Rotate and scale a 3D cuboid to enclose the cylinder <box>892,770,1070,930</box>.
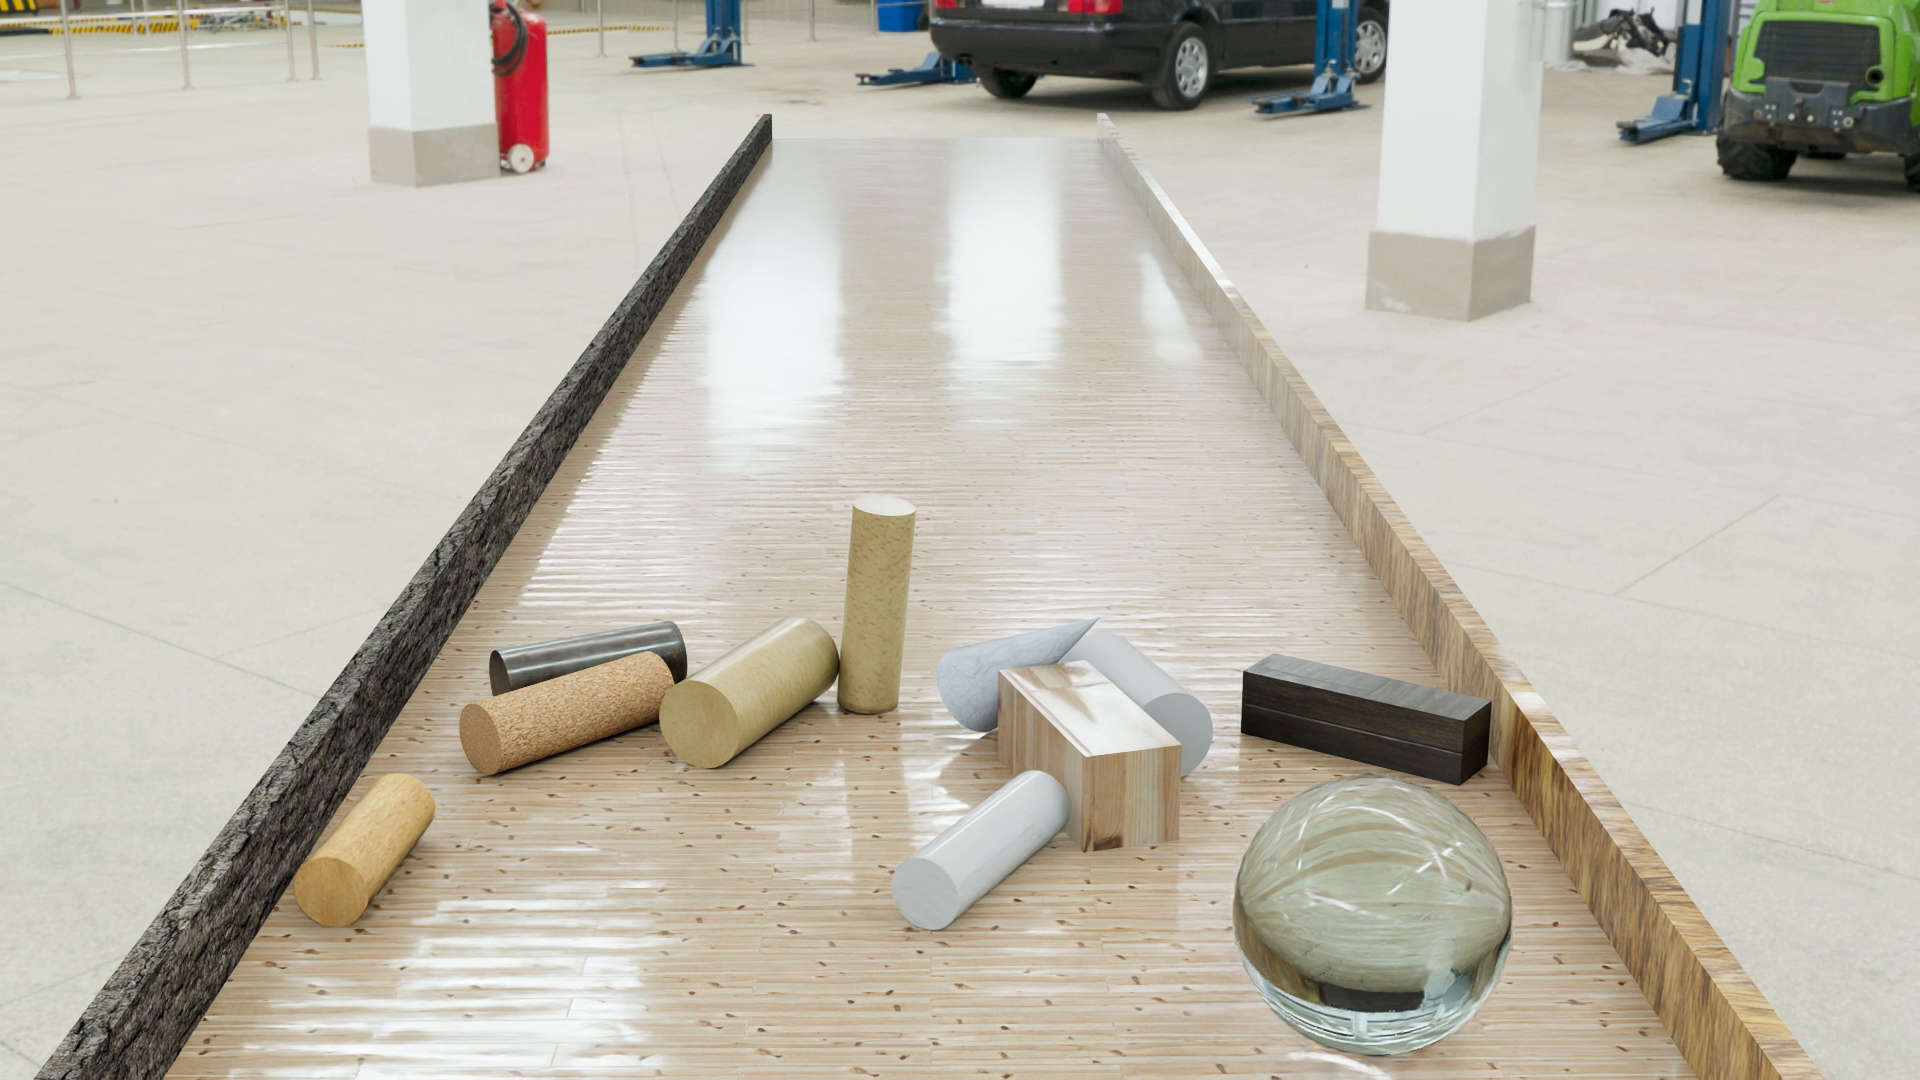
[{"bbox_3d":[0.038,0.477,3.421,0.114,0.114,0.381,9,19,27],"label":"cylinder"}]

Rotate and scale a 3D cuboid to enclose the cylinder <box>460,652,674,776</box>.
[{"bbox_3d":[-0.703,0.309,3.962,0.130,0.130,0.381,16,23,42],"label":"cylinder"}]

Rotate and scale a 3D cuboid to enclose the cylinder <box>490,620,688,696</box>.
[{"bbox_3d":[-0.706,0.244,4.183,0.350,0.128,0.128,-9,19,-28],"label":"cylinder"}]

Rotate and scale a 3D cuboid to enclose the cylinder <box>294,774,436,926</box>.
[{"bbox_3d":[-0.922,0.477,3.424,0.113,0.113,0.322,1,17,4],"label":"cylinder"}]

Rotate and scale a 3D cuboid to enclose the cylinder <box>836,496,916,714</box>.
[{"bbox_3d":[-0.157,0.122,4.115,0.118,0.391,0.118,5,18,-2],"label":"cylinder"}]

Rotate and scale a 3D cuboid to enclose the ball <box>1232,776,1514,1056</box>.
[{"bbox_3d":[0.545,0.497,2.915,0.366,0.366,0.366,0,17,0],"label":"ball"}]

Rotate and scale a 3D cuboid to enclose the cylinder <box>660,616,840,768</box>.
[{"bbox_3d":[-0.379,0.273,4.023,0.163,0.163,0.385,7,18,23],"label":"cylinder"}]

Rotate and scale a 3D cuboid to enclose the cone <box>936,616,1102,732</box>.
[{"bbox_3d":[0.134,0.204,3.941,0.353,0.167,0.167,-32,-8,41],"label":"cone"}]

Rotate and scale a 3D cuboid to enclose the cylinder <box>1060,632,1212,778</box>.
[{"bbox_3d":[0.310,0.294,3.950,0.162,0.162,0.341,-5,17,-17],"label":"cylinder"}]

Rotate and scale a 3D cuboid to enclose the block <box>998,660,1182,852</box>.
[{"bbox_3d":[0.212,0.359,3.730,0.166,0.166,0.424,-5,17,-17],"label":"block"}]

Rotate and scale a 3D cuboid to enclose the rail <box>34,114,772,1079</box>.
[{"bbox_3d":[-1.118,-0.838,7.780,0.050,0.150,12.000,0,17,-1],"label":"rail"}]

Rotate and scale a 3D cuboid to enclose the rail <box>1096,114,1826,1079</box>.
[{"bbox_3d":[0.932,-0.844,7.801,0.050,0.150,12.000,0,17,-1],"label":"rail"}]

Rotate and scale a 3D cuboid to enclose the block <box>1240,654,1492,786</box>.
[{"bbox_3d":[0.724,0.318,3.946,0.428,0.121,0.121,12,20,34],"label":"block"}]
